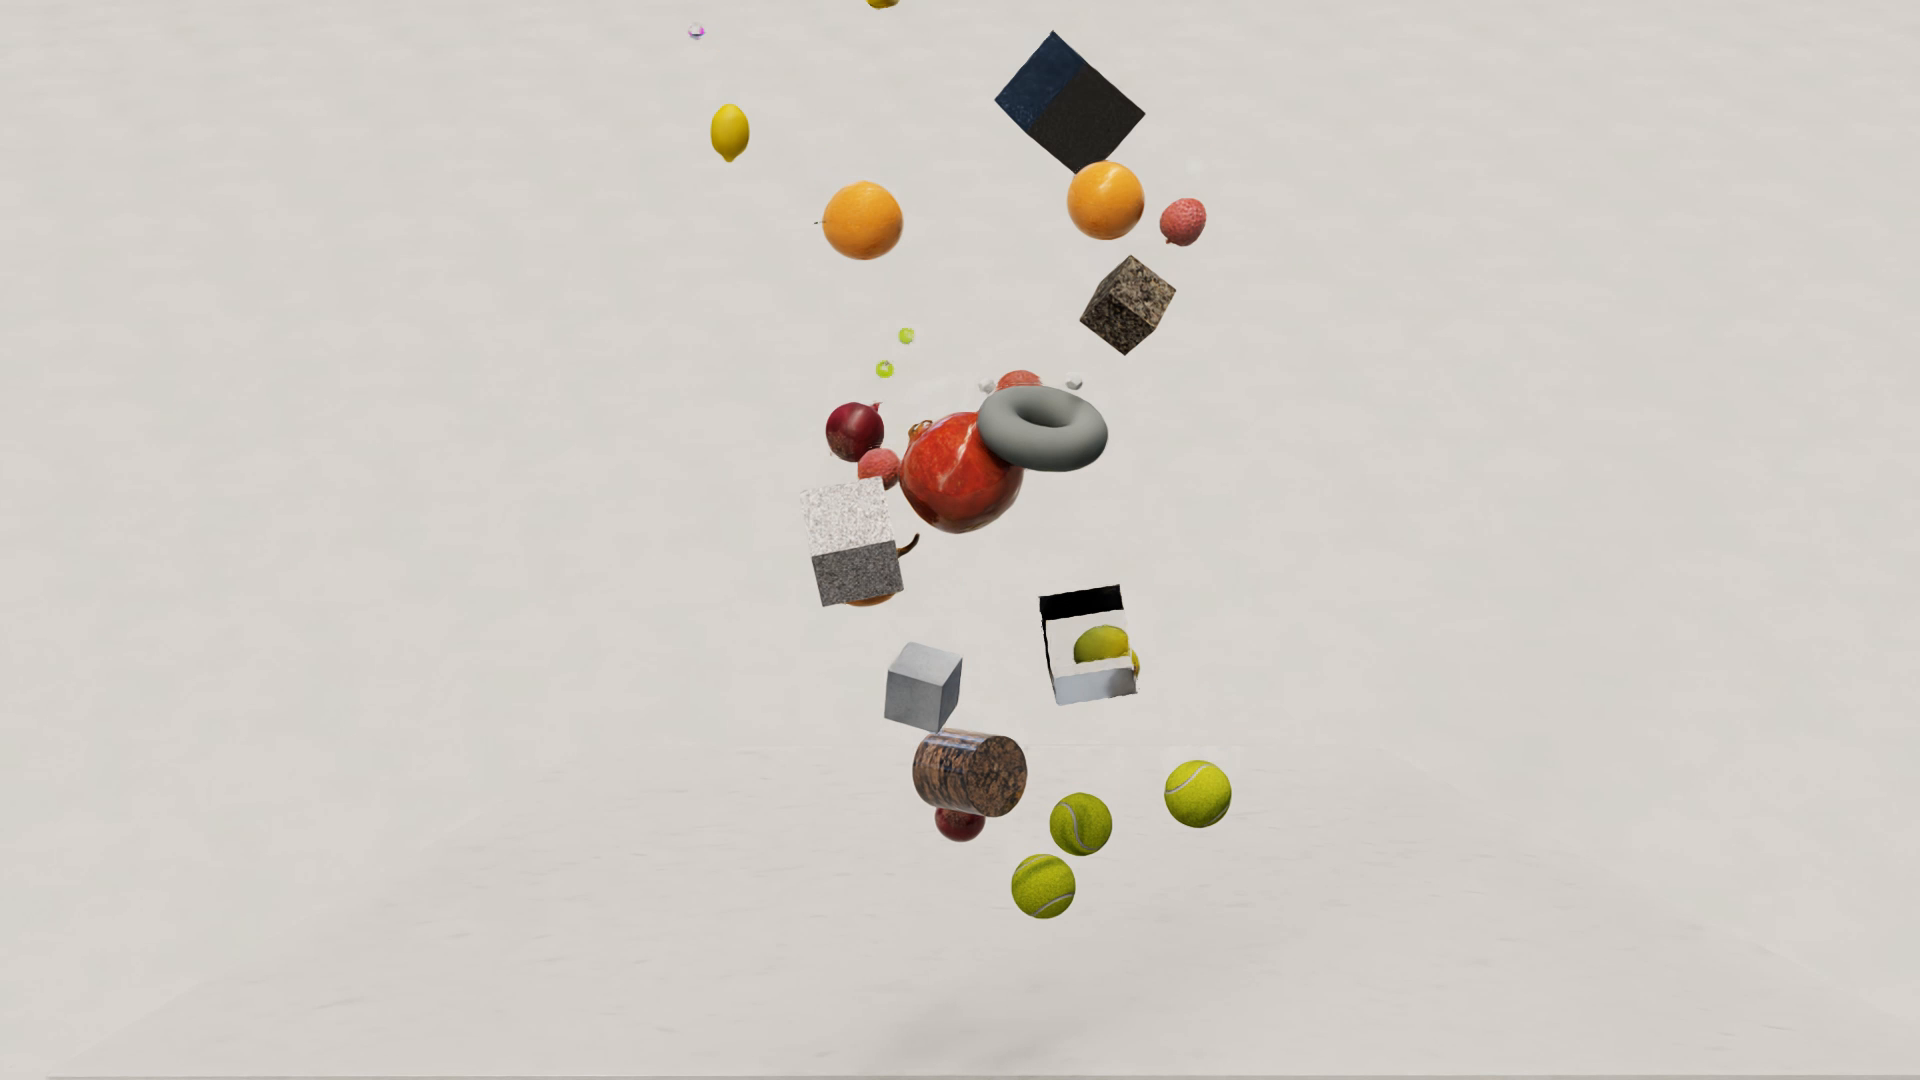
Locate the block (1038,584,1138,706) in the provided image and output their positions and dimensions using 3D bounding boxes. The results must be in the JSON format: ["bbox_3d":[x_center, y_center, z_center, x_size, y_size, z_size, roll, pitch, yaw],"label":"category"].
[{"bbox_3d":[0.129,0.106,2.607,0.082,0.082,0.082,-9,58,4],"label":"block"}]

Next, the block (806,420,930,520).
[{"bbox_3d":[-0.083,-0.064,2.355,0.076,0.076,0.076,-7,3,27],"label":"block"}]

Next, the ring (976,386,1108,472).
[{"bbox_3d":[0.073,-0.099,2.293,0.118,0.039,0.118,8,30,-4],"label":"ring"}]

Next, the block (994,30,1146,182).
[{"bbox_3d":[0.109,-0.432,2.578,0.090,0.090,0.090,34,13,-34],"label":"block"}]

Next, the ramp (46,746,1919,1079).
[{"bbox_3d":[0.066,0.587,4.637,2.000,0.100,4.000,0,0,0],"label":"ramp"}]

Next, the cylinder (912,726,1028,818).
[{"bbox_3d":[0.011,0.254,2.840,0.090,0.090,0.090,-25,19,-37],"label":"cylinder"}]

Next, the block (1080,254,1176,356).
[{"bbox_3d":[0.162,-0.227,2.505,0.057,0.057,0.057,37,54,-10],"label":"block"}]

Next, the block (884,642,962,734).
[{"bbox_3d":[-0.036,0.146,2.569,0.058,0.058,0.058,15,33,15],"label":"block"}]
